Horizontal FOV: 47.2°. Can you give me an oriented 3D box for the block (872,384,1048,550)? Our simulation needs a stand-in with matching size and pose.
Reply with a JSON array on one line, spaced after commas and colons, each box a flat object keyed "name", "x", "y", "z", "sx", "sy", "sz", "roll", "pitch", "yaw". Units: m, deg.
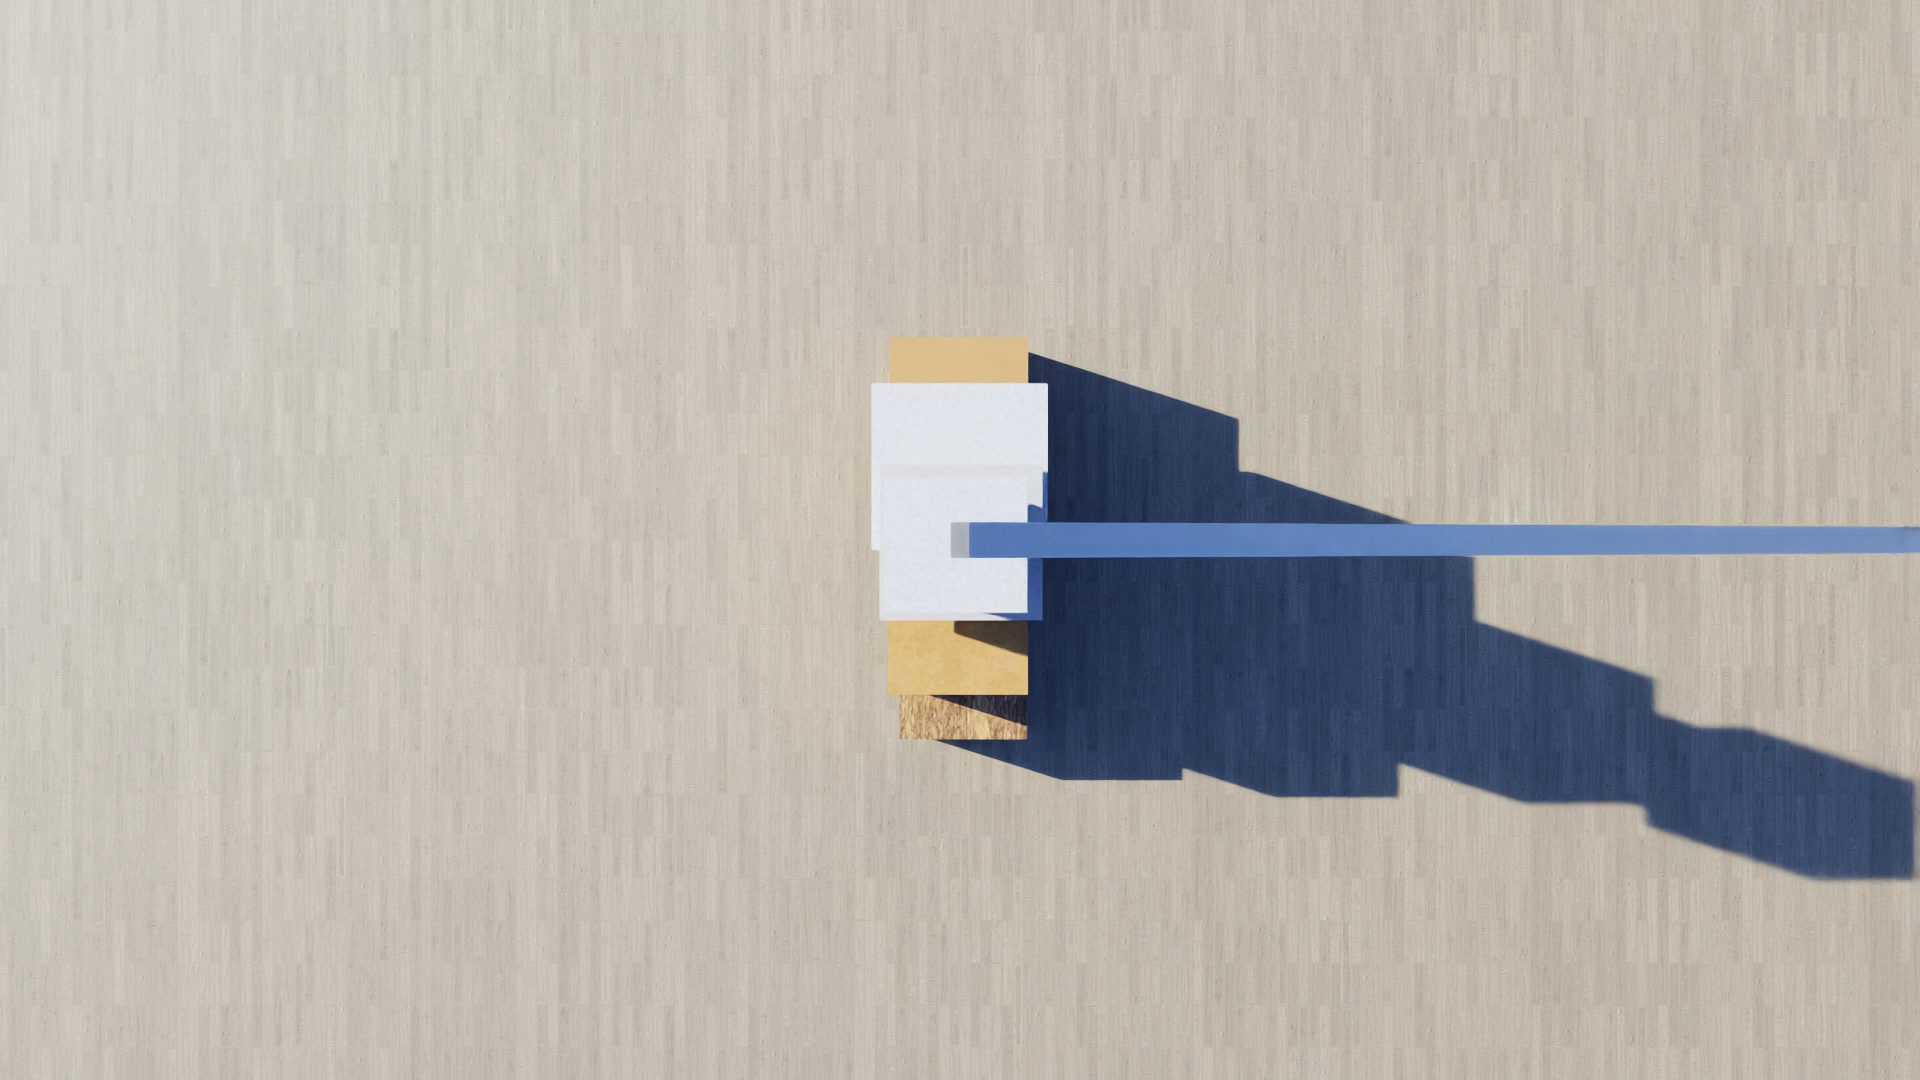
[{"name": "block", "x": -0.001, "y": -0.381, "z": 11.739, "sx": 0.905, "sy": 0.862, "sz": 0.853, "roll": 0, "pitch": 90, "yaw": 0}]

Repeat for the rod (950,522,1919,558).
[{"name": "rod", "x": 2.212, "y": 0.000, "z": 6.268, "sx": 5.200, "sy": 0.080, "sz": 0.080, "roll": 0, "pitch": 90, "yaw": -32}]

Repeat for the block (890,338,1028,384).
[{"name": "block", "x": -0.007, "y": -0.684, "z": 12.586, "sx": 0.768, "sy": 0.829, "sz": 0.876, "roll": 0, "pitch": 90, "yaw": 0}]

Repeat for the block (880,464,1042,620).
[{"name": "block", "x": 0.005, "y": 0.009, "z": 10.946, "sx": 0.783, "sy": 0.730, "sz": 0.747, "roll": 0, "pitch": 90, "yaw": 0}]

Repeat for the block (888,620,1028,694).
[{"name": "block", "x": -0.010, "y": 0.432, "z": 11.909, "sx": 0.733, "sy": 0.737, "sz": 0.758, "roll": 0, "pitch": 90, "yaw": 0}]

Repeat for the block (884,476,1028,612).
[{"name": "block", "x": -0.017, "y": 0.018, "z": 9.833, "sx": 0.617, "sy": 0.655, "sz": 0.588, "roll": 0, "pitch": 90, "yaw": 0}]

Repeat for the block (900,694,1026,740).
[{"name": "block", "x": 0.018, "y": 0.795, "z": 12.693, "sx": 0.717, "sy": 0.613, "sz": 0.653, "roll": 0, "pitch": 90, "yaw": 0}]
